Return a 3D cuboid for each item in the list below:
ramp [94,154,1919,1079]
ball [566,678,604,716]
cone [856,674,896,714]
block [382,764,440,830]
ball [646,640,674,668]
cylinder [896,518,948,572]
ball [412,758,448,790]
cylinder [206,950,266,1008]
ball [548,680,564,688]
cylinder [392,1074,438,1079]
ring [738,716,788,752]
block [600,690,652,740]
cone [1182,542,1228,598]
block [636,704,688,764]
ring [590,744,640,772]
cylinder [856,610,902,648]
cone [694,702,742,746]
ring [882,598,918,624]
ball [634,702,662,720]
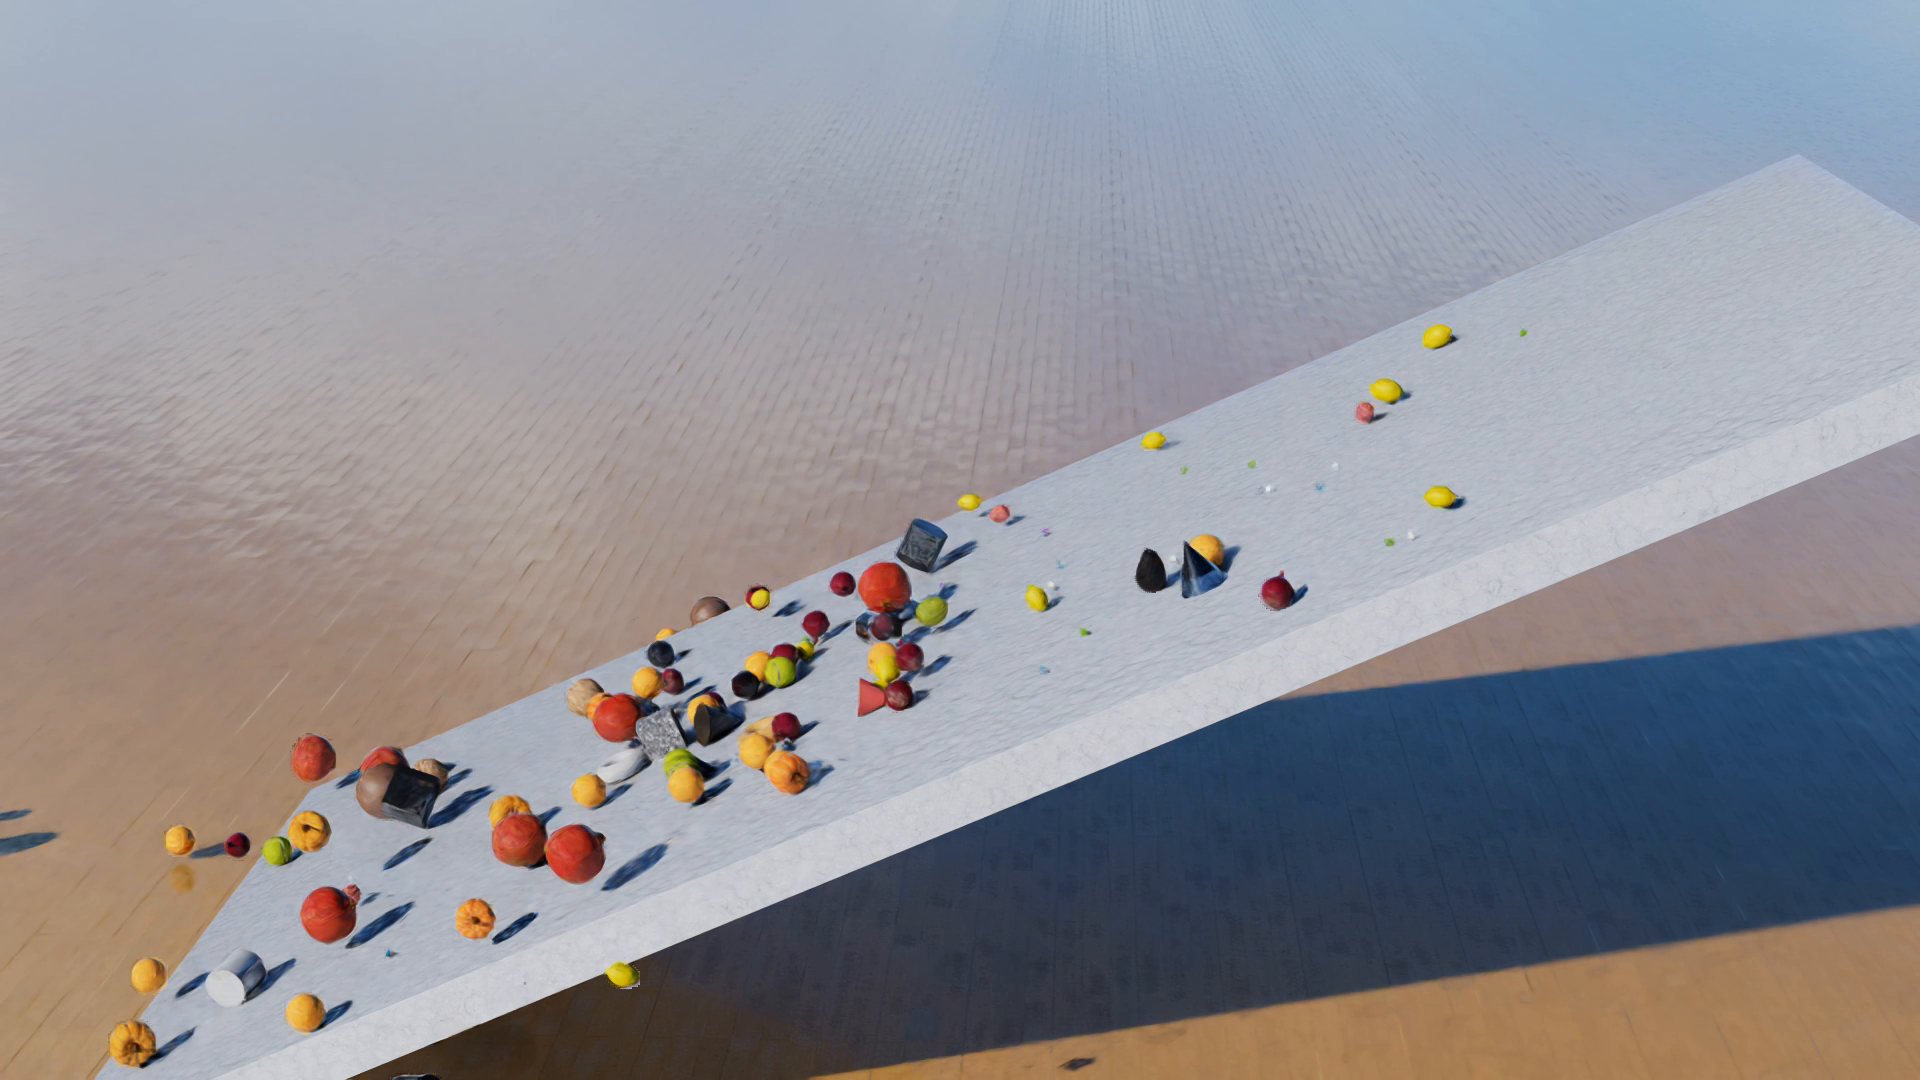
[{"bbox_3d":[0.133,0.170,6.284,4.000,0.100,2.000,-23,13,9],"label":"ramp"},{"bbox_3d":[-0.883,0.372,6.942,0.090,0.090,0.090,0,15,0],"label":"ball"},{"bbox_3d":[-0.164,0.318,5.937,0.080,0.080,0.080,11,13,-11],"label":"cone"},{"bbox_3d":[-1.231,0.575,6.593,0.096,0.096,0.096,20,-25,0],"label":"block"},{"bbox_3d":[-0.721,0.275,7.081,0.066,0.066,0.066,0,15,0],"label":"ball"},{"bbox_3d":[-0.087,0.012,6.785,0.090,0.090,0.090,25,16,-8],"label":"cylinder"},{"bbox_3d":[-1.246,0.555,6.895,0.087,0.087,0.087,0,15,0],"label":"ball"},{"bbox_3d":[-1.471,0.890,5.973,0.087,0.087,0.087,4,22,15],"label":"cylinder"},{"bbox_3d":[-1.028,0.406,7.611,0.088,0.088,0.088,0,15,0],"label":"ball"},{"bbox_3d":[-0.983,1.005,5.300,0.081,0.081,0.081,-11,3,45],"label":"cylinder"},{"bbox_3d":[-0.407,0.399,6.064,0.114,0.038,0.114,-23,14,6],"label":"ring"},{"bbox_3d":[-0.740,0.393,6.612,0.080,0.080,0.080,-11,19,47],"label":"block"},{"bbox_3d":[0.456,0.046,5.725,0.099,0.099,0.099,-24,13,6],"label":"cone"},{"bbox_3d":[-0.641,0.418,6.325,0.082,0.082,0.082,-25,13,0],"label":"block"},{"bbox_3d":[-0.750,0.477,6.430,0.121,0.040,0.121,4,10,-1],"label":"ring"},{"bbox_3d":[-0.174,0.189,6.255,0.077,0.077,0.077,-7,7,-23],"label":"cylinder"},{"bbox_3d":[-0.506,0.391,6.270,0.093,0.093,0.093,-1,14,-26],"label":"cone"},{"bbox_3d":[-0.139,0.162,6.524,0.097,0.032,0.097,-24,14,6],"label":"ring"},{"bbox_3d":[-0.693,0.394,6.557,0.065,0.065,0.065,0,15,0],"label":"ball"}]
